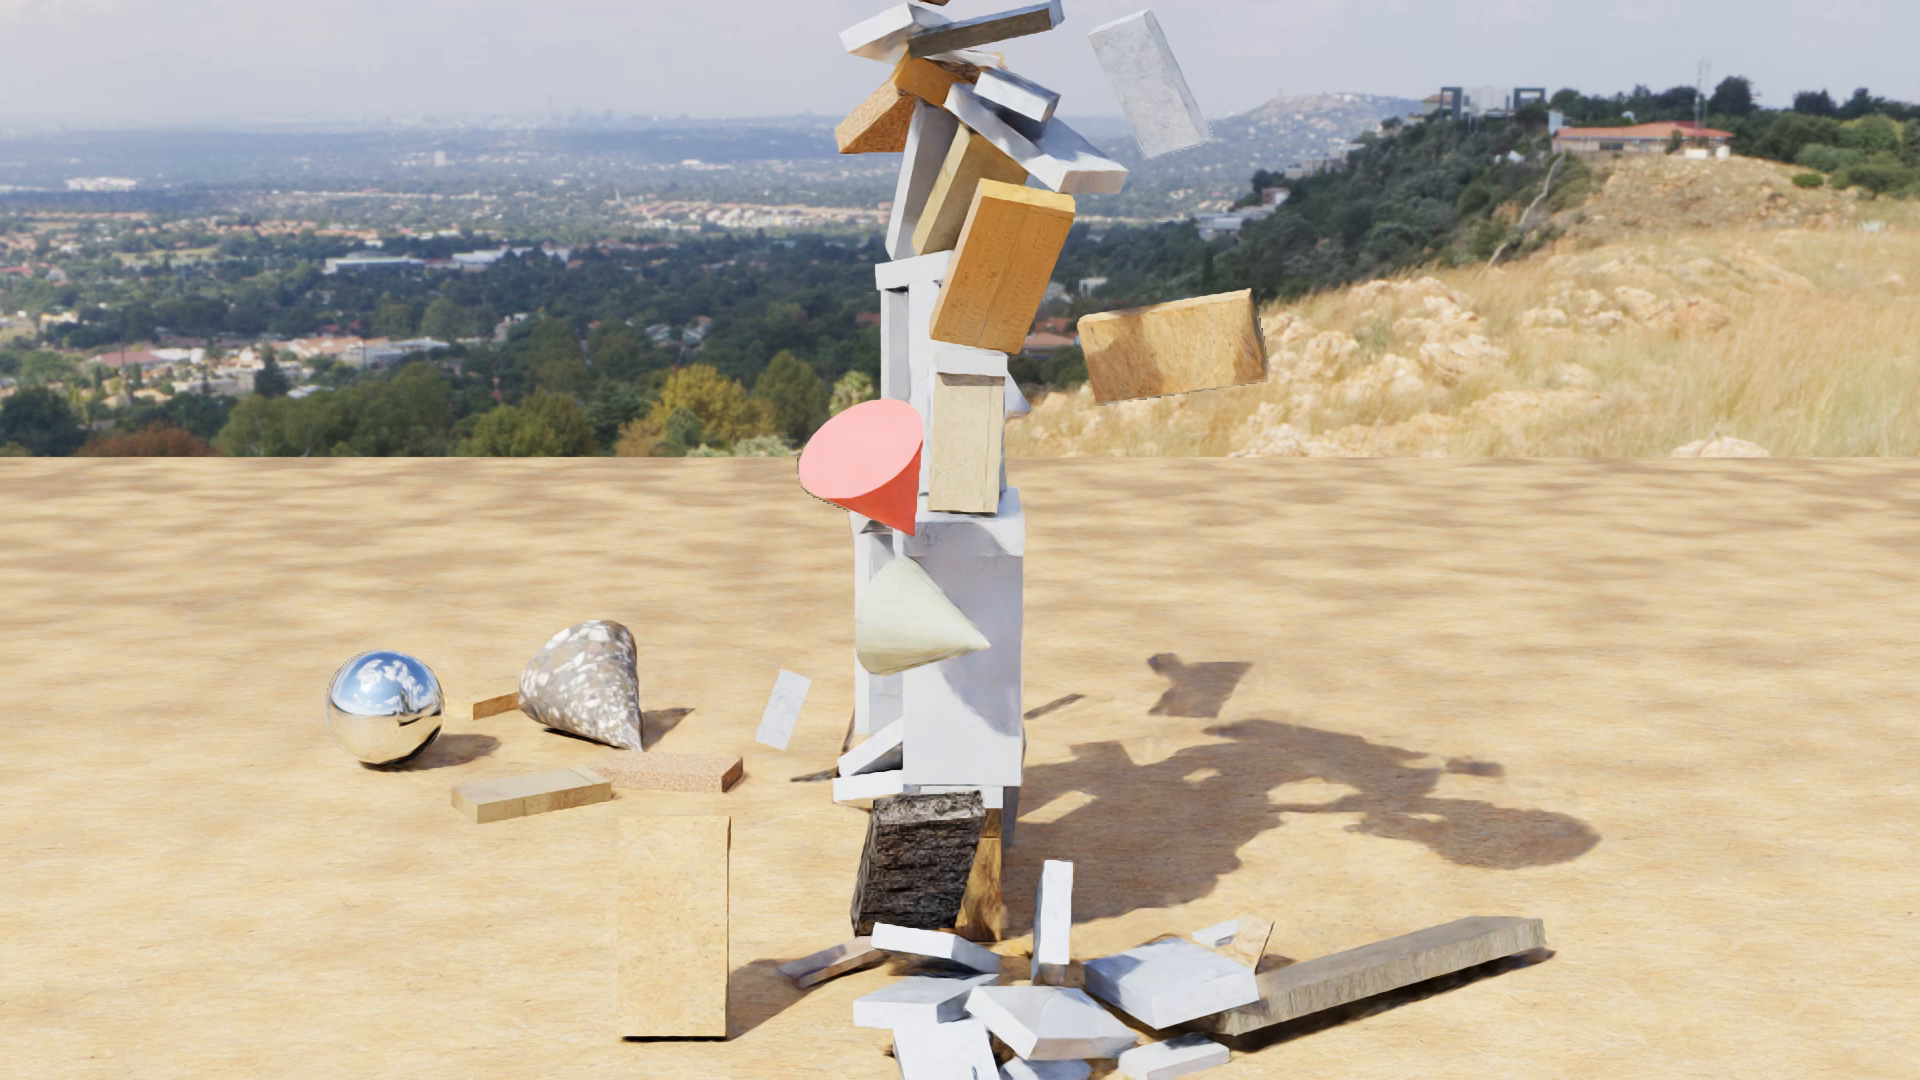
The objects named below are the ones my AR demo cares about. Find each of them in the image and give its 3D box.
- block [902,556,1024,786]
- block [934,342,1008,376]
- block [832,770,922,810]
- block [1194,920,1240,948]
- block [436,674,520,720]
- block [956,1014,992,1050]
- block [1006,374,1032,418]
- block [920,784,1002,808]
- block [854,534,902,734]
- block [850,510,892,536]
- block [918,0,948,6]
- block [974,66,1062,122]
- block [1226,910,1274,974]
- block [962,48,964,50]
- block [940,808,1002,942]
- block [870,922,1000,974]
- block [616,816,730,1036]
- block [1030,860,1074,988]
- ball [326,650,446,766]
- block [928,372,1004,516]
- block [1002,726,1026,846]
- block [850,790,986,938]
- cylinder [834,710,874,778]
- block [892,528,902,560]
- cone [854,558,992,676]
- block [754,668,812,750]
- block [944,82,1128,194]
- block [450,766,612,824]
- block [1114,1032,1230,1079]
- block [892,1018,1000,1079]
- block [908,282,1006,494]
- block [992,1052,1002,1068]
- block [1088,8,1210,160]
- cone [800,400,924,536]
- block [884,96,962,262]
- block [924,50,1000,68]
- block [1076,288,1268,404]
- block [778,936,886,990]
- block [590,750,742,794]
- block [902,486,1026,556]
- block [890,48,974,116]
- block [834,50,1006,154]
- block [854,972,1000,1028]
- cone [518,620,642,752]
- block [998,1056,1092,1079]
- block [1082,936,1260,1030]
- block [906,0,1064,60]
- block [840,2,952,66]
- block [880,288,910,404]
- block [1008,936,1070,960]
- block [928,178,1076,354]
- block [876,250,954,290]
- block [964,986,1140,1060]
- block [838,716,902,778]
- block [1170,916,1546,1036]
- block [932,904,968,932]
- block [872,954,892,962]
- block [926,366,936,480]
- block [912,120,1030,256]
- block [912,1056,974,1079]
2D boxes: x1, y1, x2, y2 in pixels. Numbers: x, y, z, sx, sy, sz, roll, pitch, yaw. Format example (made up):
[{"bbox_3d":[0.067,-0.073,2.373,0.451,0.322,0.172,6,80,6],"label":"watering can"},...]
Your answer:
[{"bbox_3d":[0.005,0.188,3.308,0.179,0.357,0.051,1,8,4],"label":"block"},{"bbox_3d":[0.015,-0.274,3.329,0.103,0.029,0.206,3,9,-3],"label":"block"},{"bbox_3d":[-0.091,0.454,3.927,0.142,0.040,0.284,-11,-17,27],"label":"block"},{"bbox_3d":[0.418,0.621,3.468,0.093,0.013,0.046,-9,14,-39],"label":"block"},{"bbox_3d":[-1.114,0.347,4.876,0.266,0.038,0.133,8,13,37],"label":"block"},{"bbox_3d":[-0.016,0.673,2.994,0.117,0.033,0.234,0,-1,2],"label":"block"},{"bbox_3d":[0.068,-0.340,4.590,0.027,0.194,0.097,-41,-20,28],"label":"block"},{"bbox_3d":[0.003,0.366,3.432,0.123,0.035,0.246,0,10,0],"label":"block"},{"bbox_3d":[-0.097,0.164,3.870,0.174,0.348,0.049,1,-2,-31],"label":"block"},{"bbox_3d":[-0.066,-0.075,3.764,0.174,0.049,0.348,-6,-13,-16],"label":"block"},{"bbox_3d":[-0.026,-0.856,3.202,0.112,0.032,0.223,5,-19,-26],"label":"block"},{"bbox_3d":[0.085,-0.649,3.192,0.104,0.029,0.207,24,16,1],"label":"block"},{"bbox_3d":[0.433,0.609,3.300,0.046,0.093,0.013,18,-18,21],"label":"block"},{"bbox_3d":[-0.023,-0.759,3.367,0.054,0.015,0.108,-9,1,1],"label":"block"},{"bbox_3d":[0.002,0.513,3.410,0.123,0.246,0.035,0,25,0],"label":"block"},{"bbox_3d":[-0.033,0.601,3.216,0.121,0.034,0.241,5,-16,19],"label":"block"},{"bbox_3d":[-0.403,0.541,3.095,0.152,0.303,0.043,0,-5,-2],"label":"block"},{"bbox_3d":[0.129,0.551,3.116,0.039,0.139,0.278,4,-19,1],"label":"block"},{"bbox_3d":[-1.149,0.336,4.404,0.231,0.231,0.231,0,11,0],"label":"ball"},{"bbox_3d":[0.009,-0.142,3.251,0.103,0.206,0.029,3,-7,-1],"label":"block"},{"bbox_3d":[0.030,0.432,3.816,0.142,0.284,0.040,-1,45,-7],"label":"block"},{"bbox_3d":[-0.064,0.468,3.157,0.152,0.303,0.043,-3,51,-14],"label":"block"},{"bbox_3d":[-0.127,0.388,4.130,0.180,0.180,0.180,15,20,-6],"label":"cylinder"},{"bbox_3d":[-0.009,0.158,3.644,0.174,0.474,0.049,-5,2,-22],"label":"block"},{"bbox_3d":[-0.023,0.118,2.824,0.160,0.160,0.160,14,17,34],"label":"cone"},{"bbox_3d":[-0.340,0.325,4.216,0.063,0.146,0.018,21,7,-3],"label":"block"},{"bbox_3d":[0.111,-0.593,3.246,0.133,0.038,0.266,-8,41,-44],"label":"block"},{"bbox_3d":[-0.810,0.480,4.157,0.266,0.038,0.133,-7,13,-33],"label":"block"},{"bbox_3d":[0.289,0.705,2.993,0.142,0.020,0.071,-7,12,-32],"label":"block"},{"bbox_3d":[-0.007,0.696,2.758,0.117,0.033,0.234,-5,28,-10],"label":"block"},{"bbox_3d":[-0.004,-0.240,3.456,0.148,0.330,0.042,-1,3,-3],"label":"block"},{"bbox_3d":[0.001,0.726,2.846,0.117,0.033,0.234,0,11,-2],"label":"block"},{"bbox_3d":[0.279,-0.672,3.247,0.103,0.207,0.029,-10,28,42],"label":"block"},{"bbox_3d":[-0.100,-0.065,3.052,0.185,0.185,0.185,-16,43,16],"label":"cone"},{"bbox_3d":[-0.019,-0.580,3.518,0.150,0.300,0.042,-7,48,-21],"label":"block"},{"bbox_3d":[0.000,-0.716,3.257,0.108,0.015,0.054,5,16,-9],"label":"block"},{"bbox_3d":[0.323,-0.293,3.344,0.266,0.133,0.038,-7,24,20],"label":"block"},{"bbox_3d":[-0.188,0.635,3.327,0.172,0.016,0.058,-15,17,-33],"label":"block"},{"bbox_3d":[-0.573,0.453,4.301,0.266,0.038,0.133,2,11,11],"label":"block"},{"bbox_3d":[0.004,-0.032,3.381,0.179,0.051,0.357,0,10,0],"label":"block"},{"bbox_3d":[-0.038,-0.688,3.317,0.146,0.054,0.015,18,23,-44],"label":"block"},{"bbox_3d":[-0.065,-0.696,3.507,0.150,0.042,0.300,-6,-11,-31],"label":"block"},{"bbox_3d":[-0.043,0.641,3.064,0.121,0.034,0.241,-2,-2,21],"label":"block"},{"bbox_3d":[-0.727,0.359,4.569,0.278,0.278,0.278,-9,40,-39],"label":"cone"},{"bbox_3d":[0.111,0.702,2.896,0.071,0.020,0.142,39,24,22],"label":"block"},{"bbox_3d":[0.294,0.626,3.124,0.152,0.043,0.303,-13,2,-14],"label":"block"},{"bbox_3d":[0.037,-0.726,3.127,0.207,0.029,0.104,-8,18,16],"label":"block"},{"bbox_3d":[-0.090,-0.765,3.329,0.112,0.032,0.223,-21,1,18],"label":"block"},{"bbox_3d":[-0.054,-0.270,3.659,0.148,0.296,0.042,-6,17,-18],"label":"block"},{"bbox_3d":[0.121,0.634,3.394,0.046,0.013,0.093,-8,13,-36],"label":"block"},{"bbox_3d":[0.059,-0.396,3.214,0.139,0.278,0.039,8,46,-14],"label":"block"},{"bbox_3d":[-0.011,-0.434,3.527,0.148,0.042,0.296,-6,5,-24],"label":"block"},{"bbox_3d":[0.126,0.648,2.956,0.121,0.034,0.241,33,11,37],"label":"block"},{"bbox_3d":[-0.074,0.350,3.825,0.142,0.040,0.284,6,-30,-38],"label":"block"},{"bbox_3d":[0.593,0.633,3.229,0.633,0.039,0.139,-6,-2,-34],"label":"block"},{"bbox_3d":[-0.032,0.536,3.359,0.058,0.115,0.016,-14,-1,-14],"label":"block"},{"bbox_3d":[-0.111,0.629,3.416,0.115,0.016,0.058,-7,12,-31],"label":"block"},{"bbox_3d":[0.004,-0.164,3.384,0.103,0.206,0.029,1,-10,-10],"label":"block"},{"bbox_3d":[0.028,-0.551,3.440,0.133,0.266,0.038,-7,56,-28],"label":"block"},{"bbox_3d":[-0.014,0.696,2.701,0.071,0.020,0.150,-3,28,-8],"label":"block"}]
